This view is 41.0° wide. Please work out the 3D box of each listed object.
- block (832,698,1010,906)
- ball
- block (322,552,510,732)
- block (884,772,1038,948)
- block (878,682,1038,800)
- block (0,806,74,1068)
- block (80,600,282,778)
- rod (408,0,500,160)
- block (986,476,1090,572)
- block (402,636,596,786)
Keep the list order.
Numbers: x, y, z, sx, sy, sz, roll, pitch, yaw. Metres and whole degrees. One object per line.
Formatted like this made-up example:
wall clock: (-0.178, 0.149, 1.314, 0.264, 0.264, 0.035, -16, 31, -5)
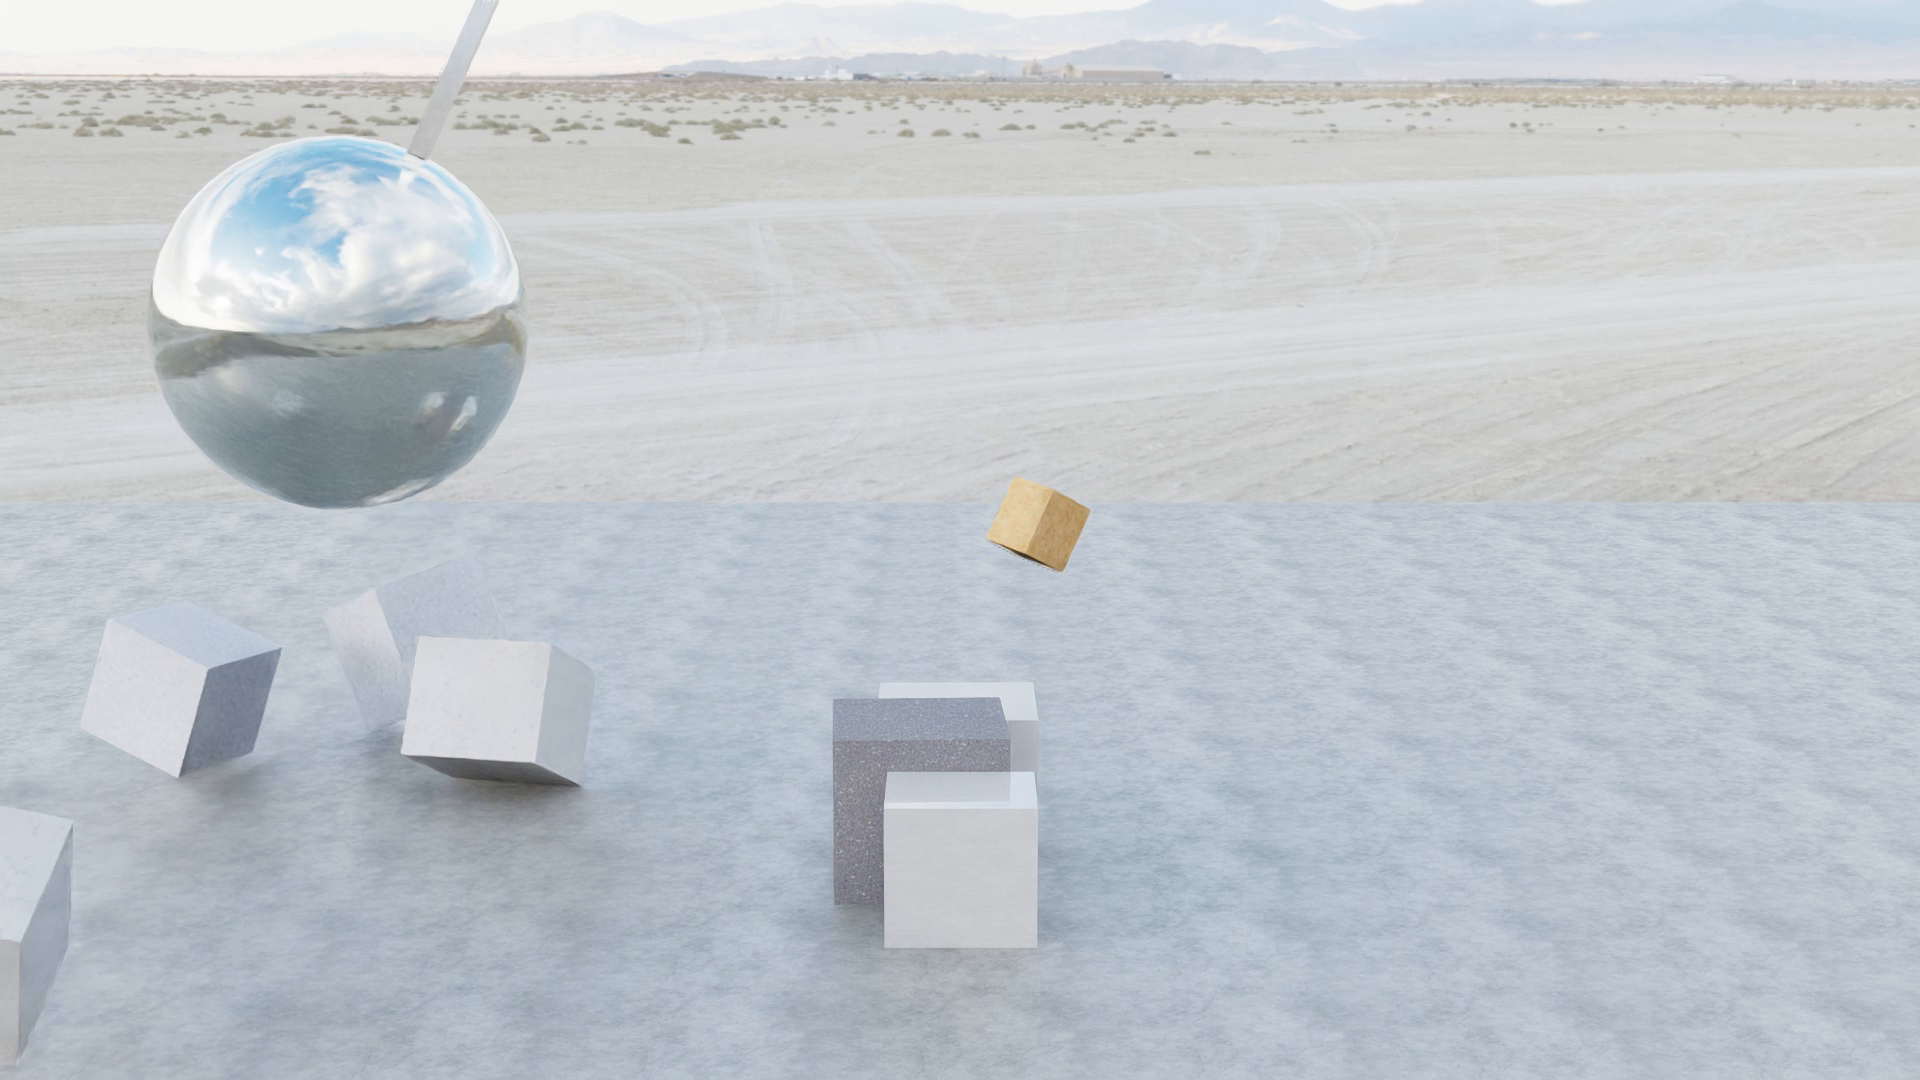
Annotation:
block: (-0.179, 1.136, 11.292, 0.754, 0.724, 0.741, 0, 10, -3)
ball: (-2.654, -0.927, 11.012, 1.600, 1.600, 1.600, 0, 10, 0)
block: (-2.872, 0.551, 13.702, 0.636, 0.686, 0.639, -22, 1, -40)
block: (0.003, 1.321, 10.660, 0.622, 0.587, 0.556, 0, 10, 0)
block: (-0.014, 1.054, 12.047, 0.736, 0.615, 0.735, 0, 10, 0)
block: (-3.530, 1.351, 8.979, 0.652, 0.667, 0.582, 12, 38, -7)
block: (-3.959, 0.750, 13.056, 0.621, 0.605, 0.619, 23, 15, 16)
rod: (-1.150, -3.927, 10.466, 0.080, 5.200, 0.080, 26, 9, -5)
block: (0.421, -0.086, 13.762, 0.317, 0.372, 0.319, 27, -4, -43)
block: (-2.264, 0.848, 12.656, 0.688, 0.585, 0.642, 2, -15, 13)
